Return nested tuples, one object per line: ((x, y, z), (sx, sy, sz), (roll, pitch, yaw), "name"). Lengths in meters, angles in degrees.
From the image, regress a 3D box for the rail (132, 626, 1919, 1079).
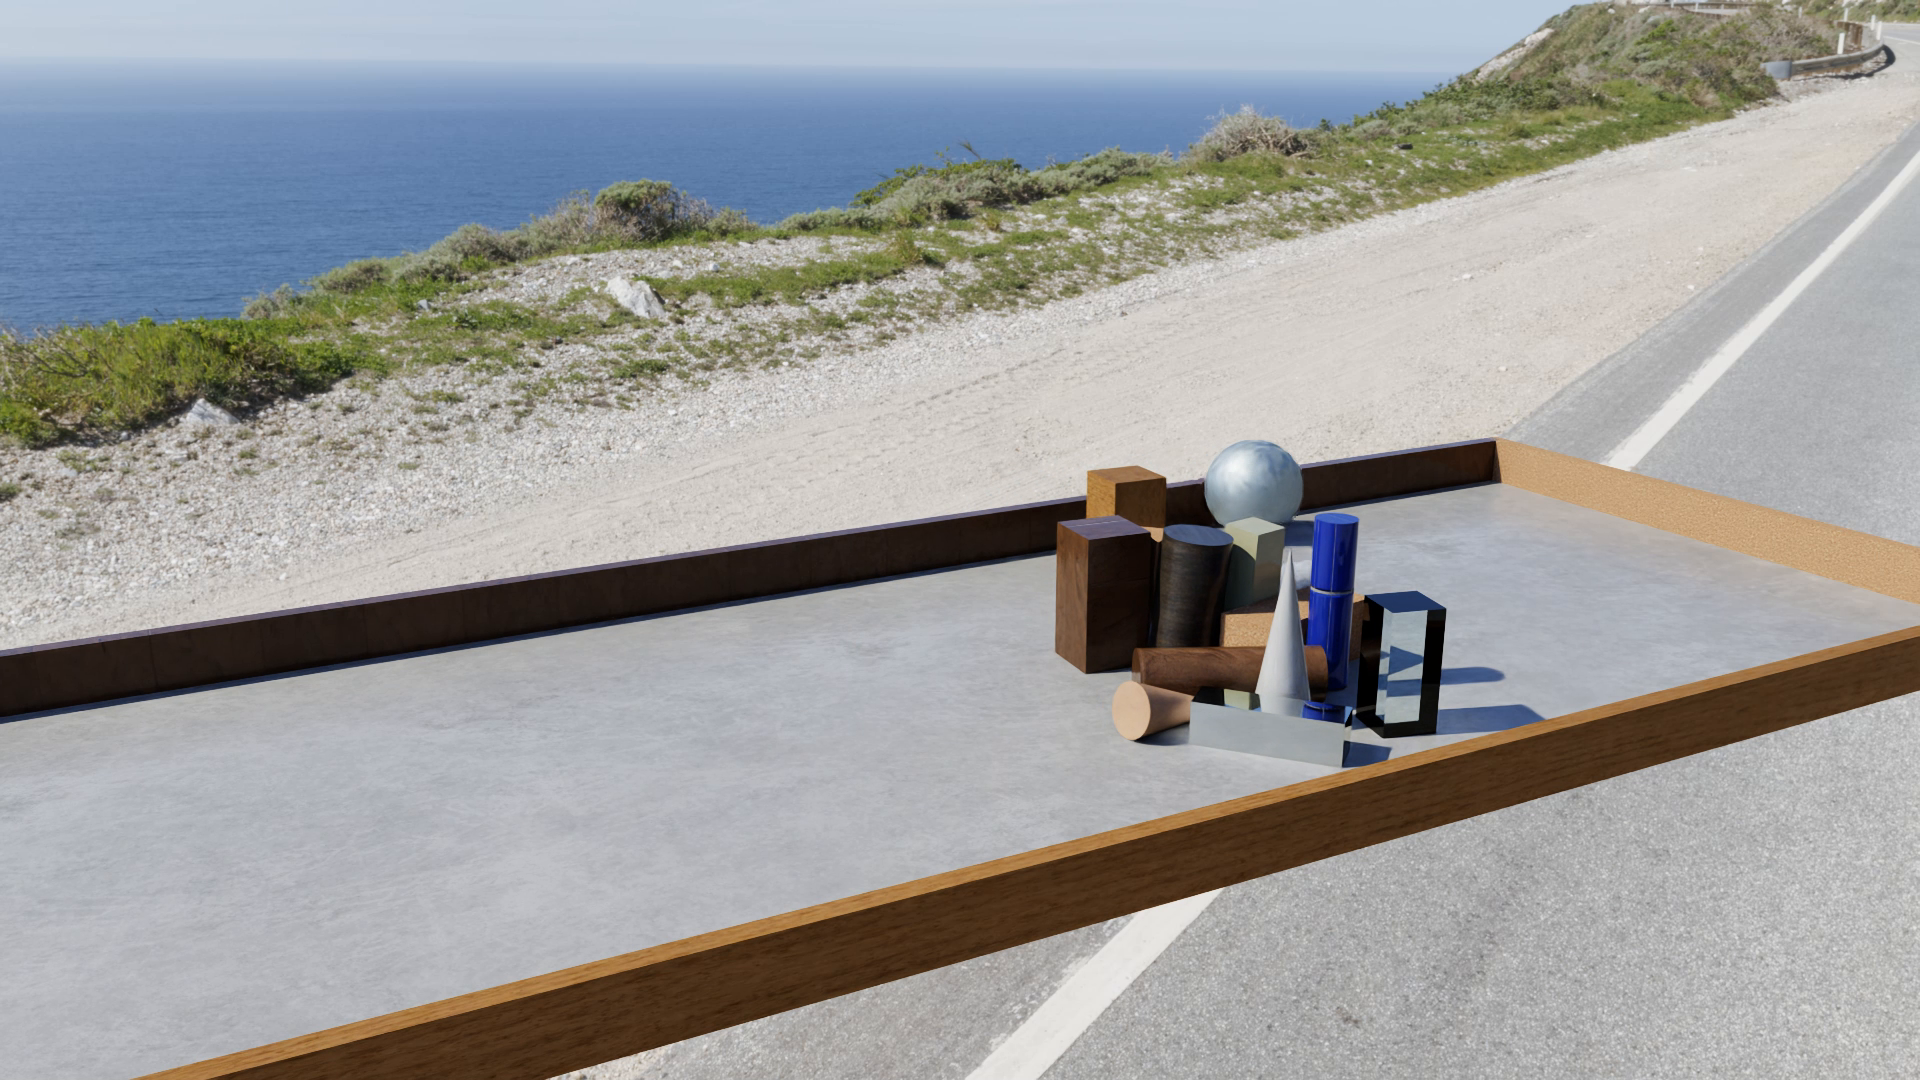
((-2.336, 1.006, 1.665), (12.000, 0.150, 0.050), (-9, 18, -27), "rail")

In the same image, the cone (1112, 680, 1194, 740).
((0.534, 0.398, 3.884), (0.343, 0.135, 0.135), (3, 12, -34), "cone")

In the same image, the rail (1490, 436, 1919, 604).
((2.466, -0.048, 5.253), (0.050, 0.150, 2.100), (-9, 18, -27), "rail")

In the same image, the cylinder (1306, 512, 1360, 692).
((0.915, 0.154, 4.066), (0.106, 0.430, 0.106), (0, 16, 0), "cylinder")

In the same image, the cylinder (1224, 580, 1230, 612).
((0.520, 0.166, 4.478), (0.400, 0.176, 0.176), (-1, 16, -2), "cylinder")

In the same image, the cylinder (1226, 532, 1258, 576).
((0.647, 0.085, 4.787), (0.439, 0.157, 0.157), (-10, 19, -32), "cylinder")

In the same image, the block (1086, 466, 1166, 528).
((0.489, -0.033, 4.878), (0.170, 0.332, 0.170), (-7, 17, -23), "block")

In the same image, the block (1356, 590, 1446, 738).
((1.023, 0.288, 3.832), (0.135, 0.306, 0.135), (-4, 17, -14), "block")

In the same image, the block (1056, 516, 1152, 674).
((0.366, 0.138, 4.253), (0.177, 0.357, 0.177), (-7, 18, -22), "block")

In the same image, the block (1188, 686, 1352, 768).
((0.703, 0.421, 3.735), (0.346, 0.105, 0.105), (7, 18, 21), "block")

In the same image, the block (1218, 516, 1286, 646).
((0.755, 0.126, 4.302), (0.108, 0.345, 0.108), (-13, 24, -38), "block")

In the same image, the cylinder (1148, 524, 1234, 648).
((0.586, 0.149, 4.215), (0.178, 0.341, 0.178), (5, 17, -2), "cylinder")

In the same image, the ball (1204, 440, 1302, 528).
((0.954, -0.169, 5.367), (0.316, 0.316, 0.316), (0, 16, 0), "ball")

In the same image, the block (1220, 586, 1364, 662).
((0.861, 0.244, 4.241), (0.394, 0.160, 0.160), (-13, 21, -37), "block")

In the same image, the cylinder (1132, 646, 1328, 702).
((0.650, 0.328, 3.990), (0.450, 0.141, 0.141), (-1, 16, -3), "cylinder")

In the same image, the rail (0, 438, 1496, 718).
((-3.305, 0.497, 3.399), (12.000, 0.150, 0.050), (-9, 18, -27), "rail")

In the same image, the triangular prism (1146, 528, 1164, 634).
((0.496, 0.124, 4.326), (0.082, 0.325, 0.095), (20, 31, 33), "triangular prism")

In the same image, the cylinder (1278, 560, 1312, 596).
((0.900, 0.146, 4.590), (0.321, 0.152, 0.152), (-10, 19, -29), "cylinder")

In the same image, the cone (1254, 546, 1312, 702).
((0.752, 0.225, 3.807), (0.156, 0.438, 0.156), (0, 15, 0), "cone")
